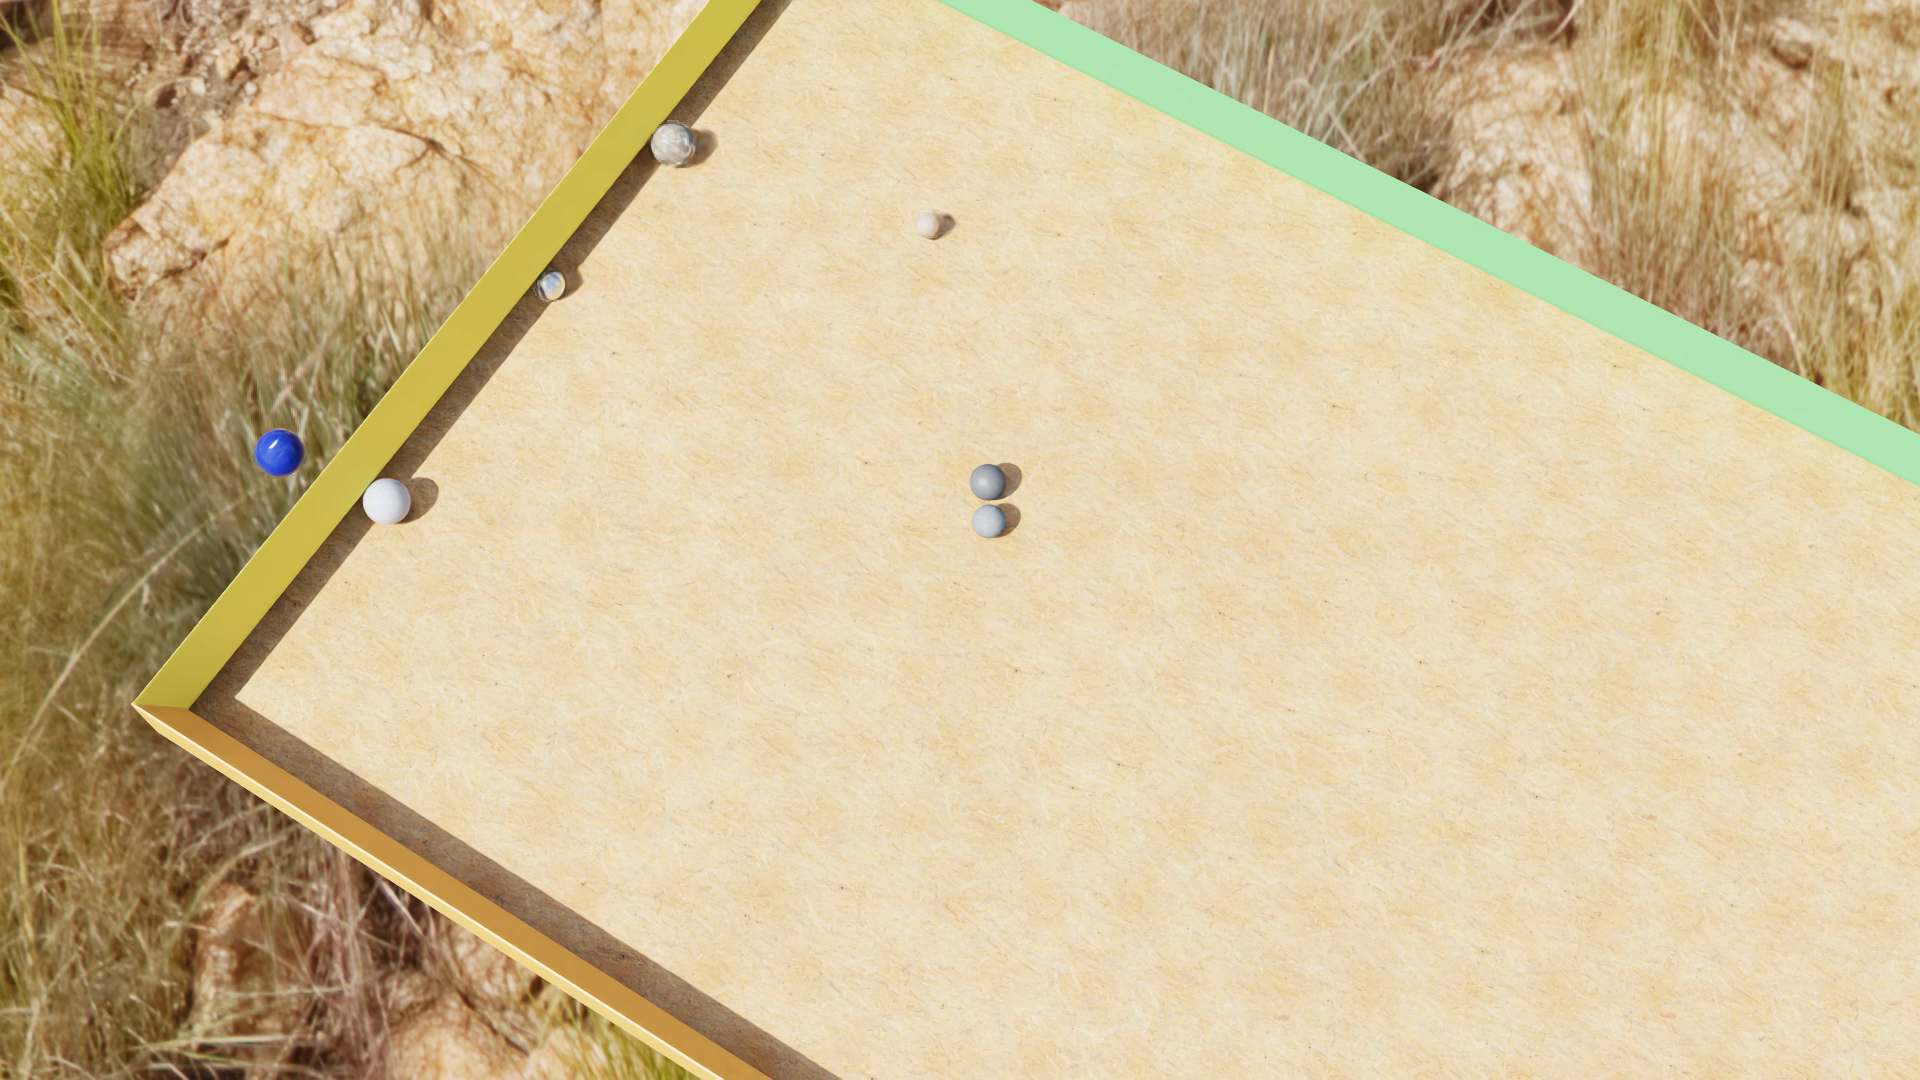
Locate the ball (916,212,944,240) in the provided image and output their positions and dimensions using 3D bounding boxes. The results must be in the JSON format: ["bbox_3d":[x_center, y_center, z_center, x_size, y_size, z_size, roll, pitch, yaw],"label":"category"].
[{"bbox_3d":[-0.054,-0.548,3.827,0.048,0.048,0.048,0,65,0],"label":"ball"}]

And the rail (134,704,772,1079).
[{"bbox_3d":[0.302,1.121,3.014,3.639,0.124,0.045,29,69,13],"label":"rail"}]

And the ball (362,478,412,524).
[{"bbox_3d":[-0.935,-0.063,3.587,0.076,0.076,0.076,0,65,0],"label":"ball"}]

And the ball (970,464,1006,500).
[{"bbox_3d":[0.046,-0.095,3.610,0.061,0.061,0.061,0,65,0],"label":"ball"}]

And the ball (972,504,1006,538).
[{"bbox_3d":[0.048,-0.030,3.584,0.056,0.056,0.056,0,65,0],"label":"ball"}]

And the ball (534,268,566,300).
[{"bbox_3d":[-0.704,-0.439,3.774,0.054,0.054,0.054,0,65,0],"label":"ball"}]

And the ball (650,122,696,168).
[{"bbox_3d":[-0.506,-0.697,3.879,0.077,0.077,0.077,0,65,0],"label":"ball"}]

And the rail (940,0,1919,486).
[{"bbox_3d":[1.250,-0.284,3.662,3.639,0.124,0.045,29,69,13],"label":"rail"}]

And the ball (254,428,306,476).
[{"bbox_3d":[-1.347,-0.173,4.355,0.095,0.095,0.095,0,65,0],"label":"ball"}]

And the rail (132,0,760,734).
[{"bbox_3d":[-0.756,-0.434,3.731,0.045,0.124,1.862,29,69,13],"label":"rail"}]
